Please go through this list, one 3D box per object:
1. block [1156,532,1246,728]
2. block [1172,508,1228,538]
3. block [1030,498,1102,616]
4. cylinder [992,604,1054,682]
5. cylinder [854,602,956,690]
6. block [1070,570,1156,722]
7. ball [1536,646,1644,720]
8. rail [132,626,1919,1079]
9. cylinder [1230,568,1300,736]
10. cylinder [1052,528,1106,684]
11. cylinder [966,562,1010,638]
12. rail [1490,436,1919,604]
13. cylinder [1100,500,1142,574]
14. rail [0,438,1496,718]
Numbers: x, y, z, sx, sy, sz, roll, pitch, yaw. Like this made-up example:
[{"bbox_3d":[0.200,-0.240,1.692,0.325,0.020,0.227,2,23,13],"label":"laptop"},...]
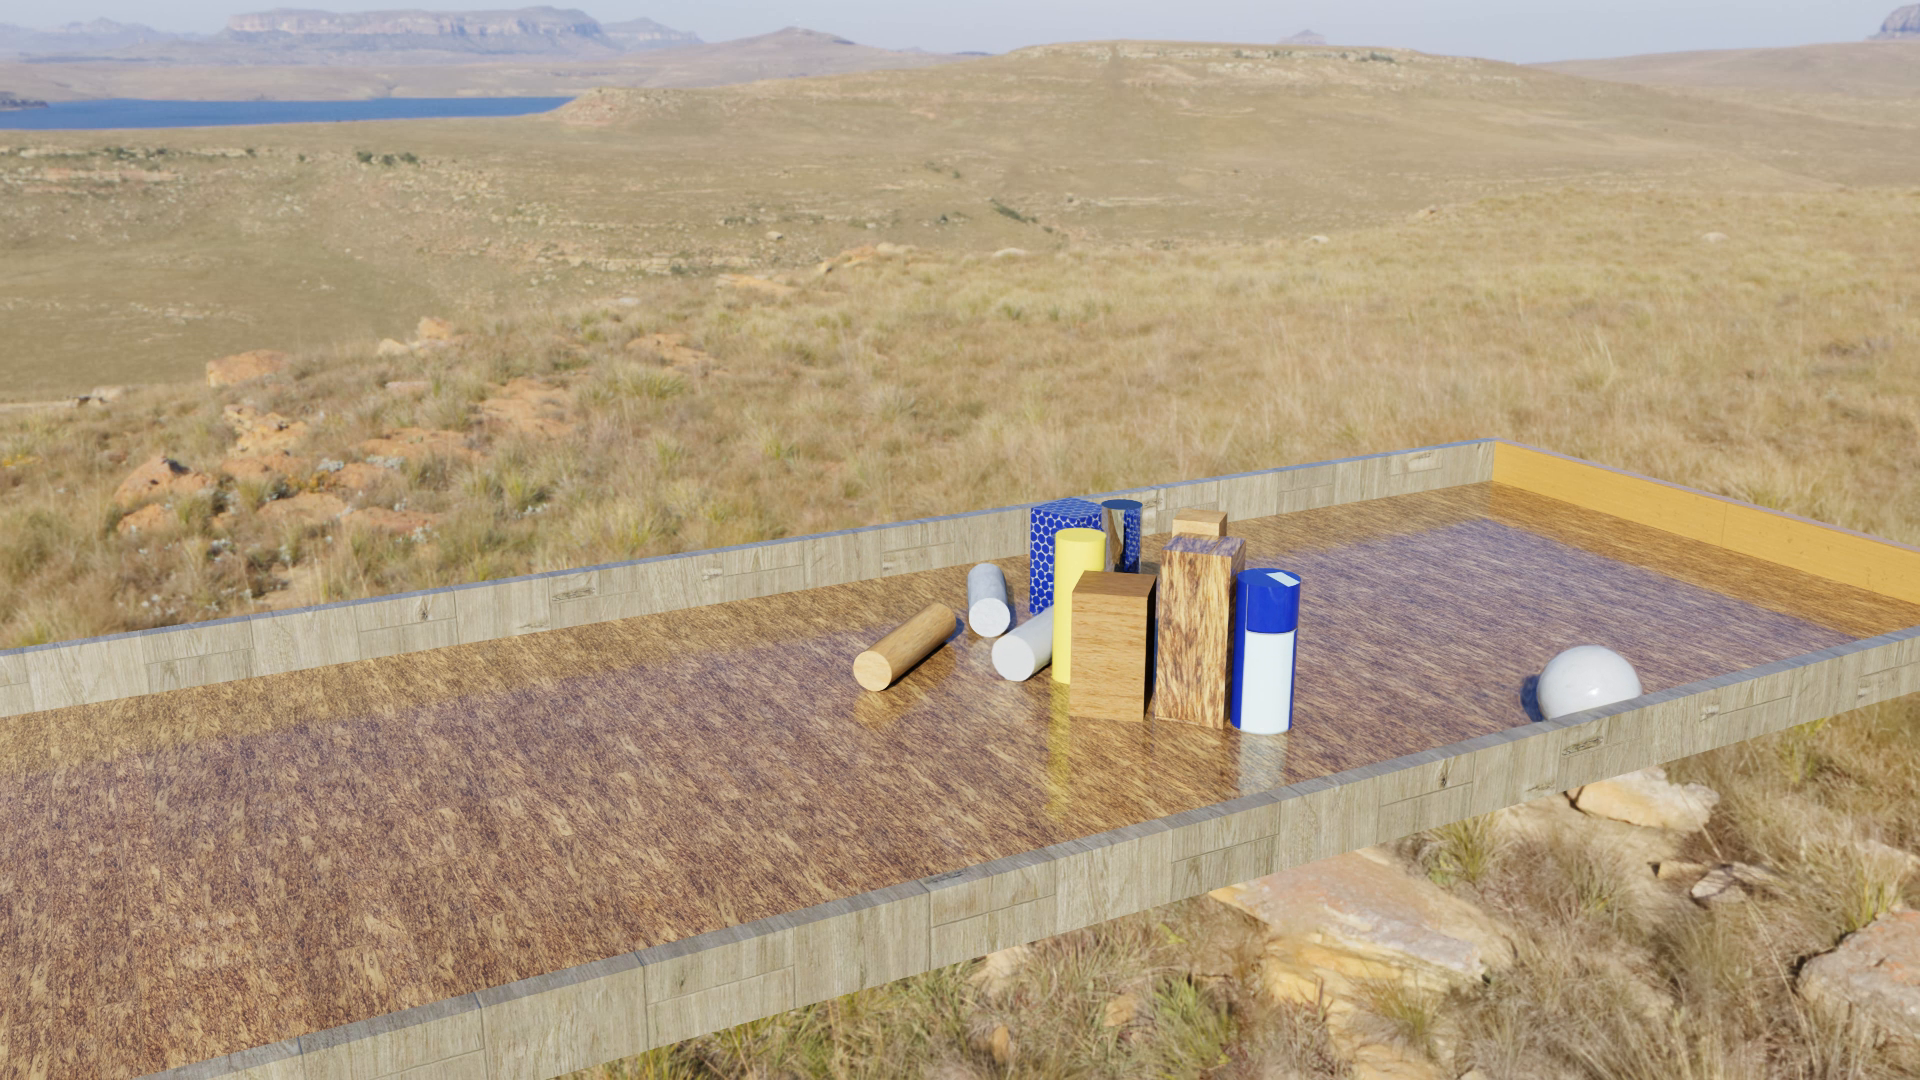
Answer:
[{"bbox_3d":[0.568,0.211,3.893,0.163,0.419,0.163,6,17,21],"label":"block"},{"bbox_3d":[0.583,0.152,4.059,0.112,0.440,0.112,6,17,19],"label":"block"},{"bbox_3d":[0.315,0.060,4.603,0.168,0.309,0.168,16,22,42],"label":"block"},{"bbox_3d":[0.239,0.243,4.310,0.121,0.121,0.436,9,19,28],"label":"cylinder"},{"bbox_3d":[-0.137,0.271,4.248,0.104,0.104,0.405,7,18,22],"label":"cylinder"},{"bbox_3d":[0.367,0.251,3.950,0.176,0.310,0.176,4,17,13],"label":"block"},{"bbox_3d":[1.431,0.353,3.751,0.227,0.227,0.227,0,16,0],"label":"ball"},{"bbox_3d":[-2.336,1.006,1.665,12.000,0.150,0.050,-9,18,-27],"label":"rail"},{"bbox_3d":[0.709,0.259,3.837,0.146,0.359,0.146,0,16,0],"label":"cylinder"},{"bbox_3d":[0.297,0.166,4.130,0.125,0.372,0.125,0,17,0],"label":"cylinder"},{"bbox_3d":[0.077,0.164,4.598,0.111,0.111,0.320,0,16,-1],"label":"cylinder"},{"bbox_3d":[2.466,-0.048,5.253,0.050,0.150,2.100,-9,18,-27],"label":"rail"},{"bbox_3d":[0.420,0.096,4.333,0.108,0.392,0.108,0,16,0],"label":"cylinder"},{"bbox_3d":[-3.305,0.497,3.399,12.000,0.150,0.050,-9,18,-27],"label":"rail"}]
